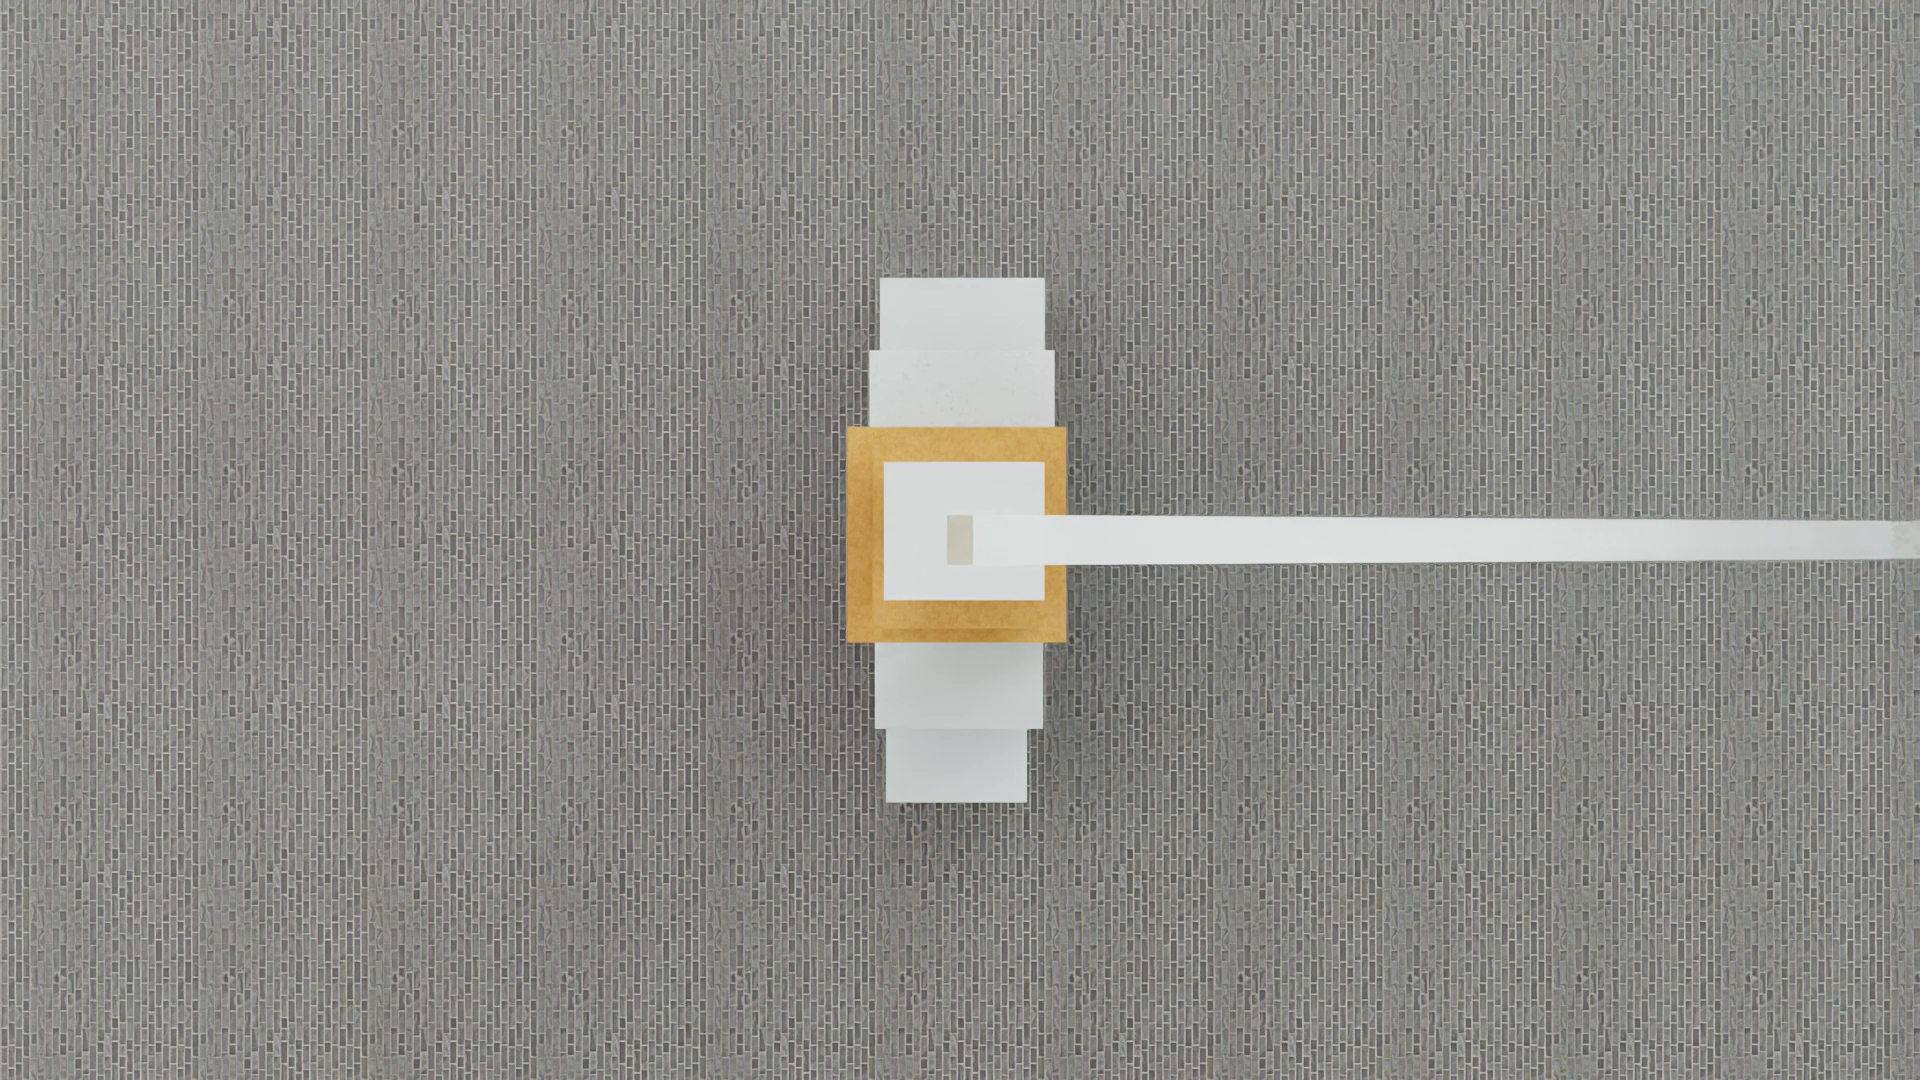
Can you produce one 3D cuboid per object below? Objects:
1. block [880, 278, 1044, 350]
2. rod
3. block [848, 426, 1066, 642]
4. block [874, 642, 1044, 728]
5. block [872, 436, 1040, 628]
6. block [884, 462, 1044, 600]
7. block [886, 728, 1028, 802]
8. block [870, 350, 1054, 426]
[{"bbox_3d":[0.013,-0.925,12.588,0.912,0.824,1.054,0,90,0],"label":"block"},{"bbox_3d":[2.212,0.000,4.858,5.200,0.080,0.080,0,90,-32],"label":"rod"},{"bbox_3d":[-0.012,-0.018,8.732,0.827,0.831,0.814,0,90,0],"label":"block"},{"bbox_3d":[-0.005,0.556,11.531,0.849,0.870,0.795,0,90,0],"label":"block"},{"bbox_3d":[-0.014,-0.023,7.976,0.578,0.682,0.664,0,90,0],"label":"block"},{"bbox_3d":[0.014,-0.028,7.394,0.522,0.481,0.450,0,90,0],"label":"block"},{"bbox_3d":[-0.019,1.024,12.583,0.779,0.834,0.856,0,90,0],"label":"block"},{"bbox_3d":[0.010,-0.405,11.532,0.934,0.867,1.102,0,90,0],"label":"block"}]
